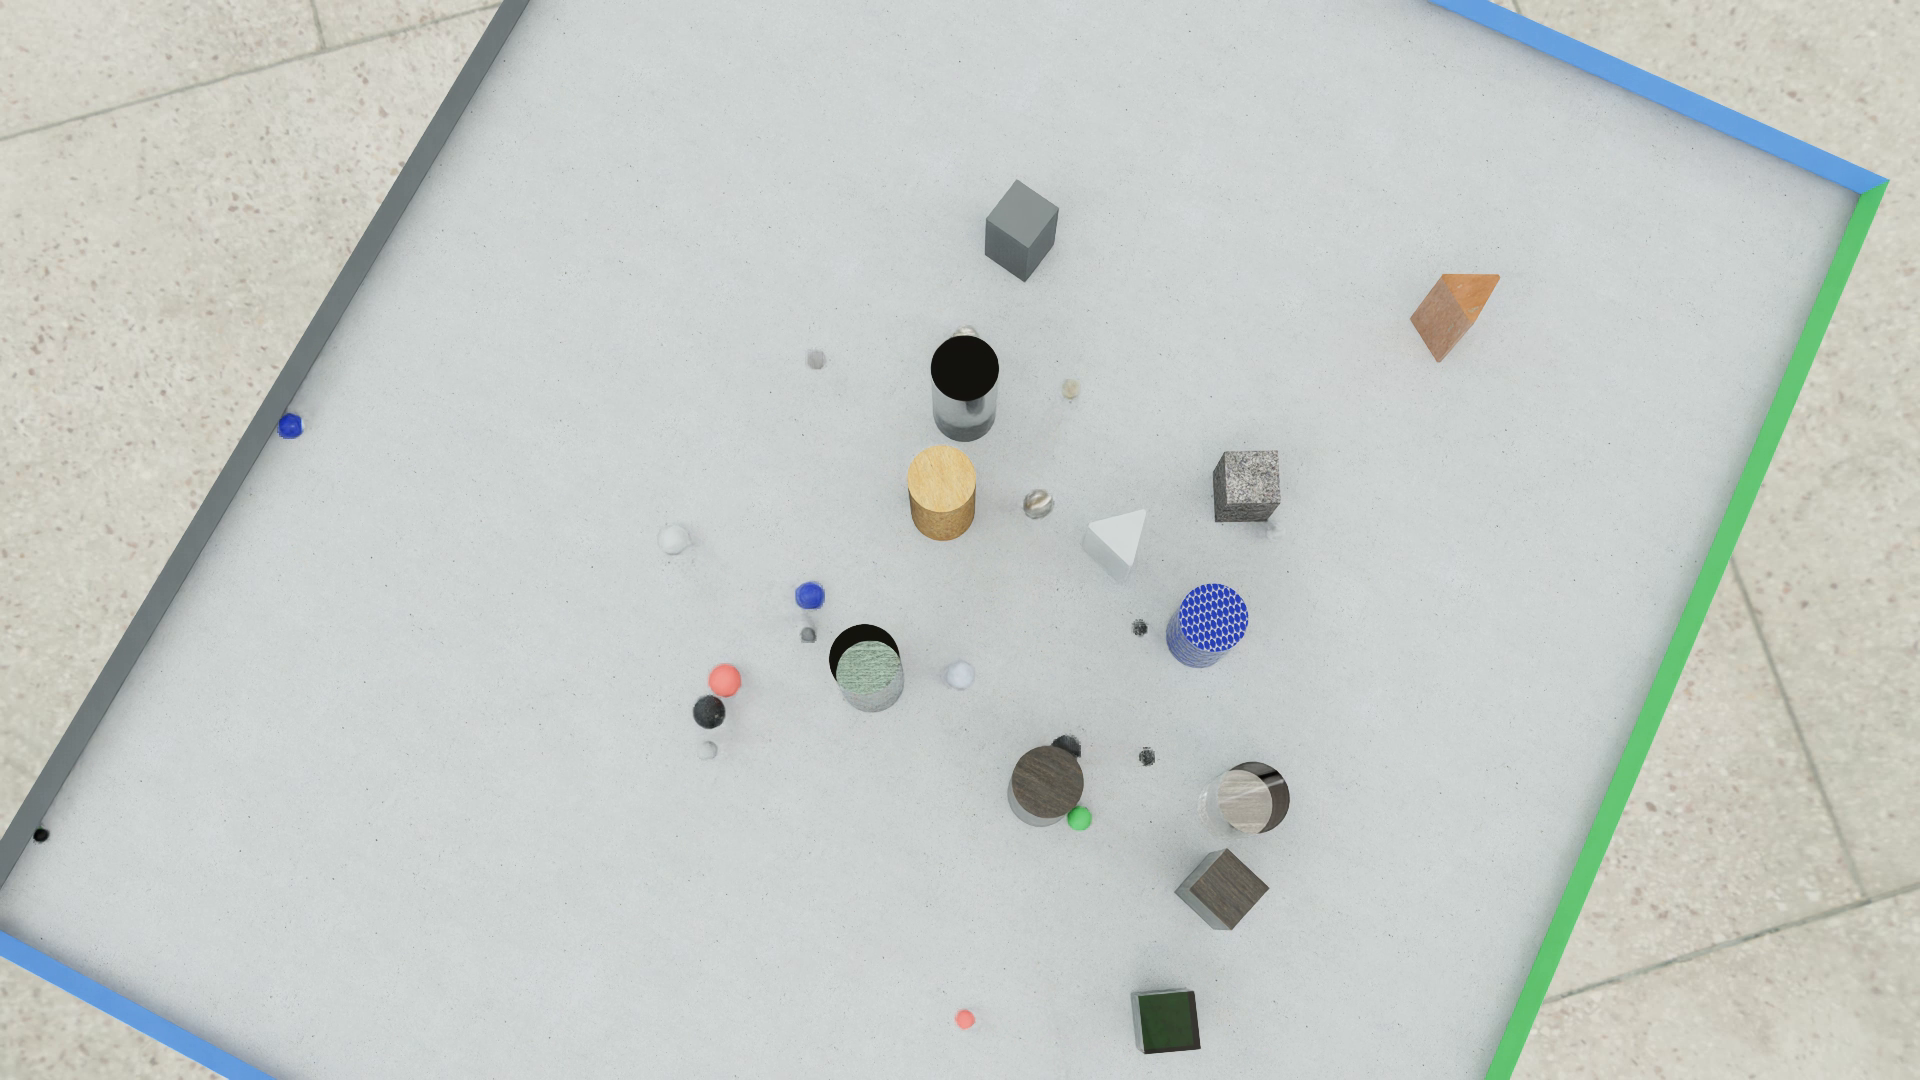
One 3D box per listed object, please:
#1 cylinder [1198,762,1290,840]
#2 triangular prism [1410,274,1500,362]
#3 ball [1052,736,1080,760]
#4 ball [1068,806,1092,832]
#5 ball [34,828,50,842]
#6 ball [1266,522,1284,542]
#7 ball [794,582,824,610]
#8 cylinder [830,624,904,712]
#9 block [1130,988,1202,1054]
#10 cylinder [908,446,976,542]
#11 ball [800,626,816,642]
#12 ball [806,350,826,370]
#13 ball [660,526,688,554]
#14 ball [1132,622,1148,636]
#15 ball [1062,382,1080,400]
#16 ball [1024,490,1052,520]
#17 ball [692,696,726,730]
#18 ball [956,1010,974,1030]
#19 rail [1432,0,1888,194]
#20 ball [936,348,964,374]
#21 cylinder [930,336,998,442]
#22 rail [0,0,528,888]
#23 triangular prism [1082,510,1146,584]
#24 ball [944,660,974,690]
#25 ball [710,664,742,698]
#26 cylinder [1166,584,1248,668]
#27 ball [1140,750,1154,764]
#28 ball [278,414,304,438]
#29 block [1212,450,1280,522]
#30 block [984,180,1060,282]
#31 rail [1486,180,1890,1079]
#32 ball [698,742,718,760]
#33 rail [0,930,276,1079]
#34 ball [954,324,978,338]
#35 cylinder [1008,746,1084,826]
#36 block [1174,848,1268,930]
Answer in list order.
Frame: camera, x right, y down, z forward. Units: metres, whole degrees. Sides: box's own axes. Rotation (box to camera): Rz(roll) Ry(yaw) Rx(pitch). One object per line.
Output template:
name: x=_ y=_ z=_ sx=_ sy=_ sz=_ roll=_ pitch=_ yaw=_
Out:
cylinder: x=0.806 y=0.750 z=5.238 sx=0.197 sy=0.438 sz=0.197 roll=0 pitch=78 yaw=0
triangular prism: x=1.478 y=-0.702 z=5.564 sx=0.148 sy=0.388 sz=0.171 roll=30 pitch=80 yaw=6
ball: x=0.312 y=0.625 z=5.443 sx=0.088 sy=0.088 sz=0.088 roll=0 pitch=78 yaw=0
ball: x=0.353 y=0.822 z=5.409 sx=0.073 sy=0.073 sz=0.073 roll=0 pitch=78 yaw=0
ball: x=-2.715 y=0.872 z=5.414 sx=0.043 sy=0.043 sz=0.043 roll=0 pitch=78 yaw=0
ball: x=0.961 y=-0.026 z=5.592 sx=0.059 sy=0.059 sz=0.059 roll=0 pitch=78 yaw=0
ball: x=-0.457 y=0.169 z=5.537 sx=0.087 sy=0.087 sz=0.087 roll=0 pitch=78 yaw=0
cylinder: x=-0.265 y=0.376 z=5.304 sx=0.197 sy=0.460 sz=0.197 roll=0 pitch=78 yaw=0
block: x=0.582 y=1.364 z=5.208 sx=0.158 sy=0.248 sz=0.158 roll=-5 pitch=78 yaw=-1
cylinder: x=-0.052 y=-0.134 z=5.436 sx=0.197 sy=0.408 sz=0.197 roll=0 pitch=78 yaw=0
ball: x=-0.459 y=0.286 z=5.534 sx=0.047 sy=0.047 sz=0.047 roll=0 pitch=78 yaw=0
ball: x=-0.447 y=-0.560 z=5.701 sx=0.061 sy=0.061 sz=0.061 roll=0 pitch=78 yaw=0
ball: x=-0.868 y=0.000 z=5.572 sx=0.088 sy=0.088 sz=0.088 roll=0 pitch=78 yaw=0
ball: x=0.544 y=0.270 z=5.537 sx=0.046 sy=0.046 sz=0.046 roll=0 pitch=78 yaw=0
ball: x=0.343 y=-0.465 z=5.684 sx=0.056 sy=0.056 sz=0.056 roll=0 pitch=78 yaw=0
ball: x=0.238 y=-0.107 z=5.593 sx=0.090 sy=0.090 sz=0.090 roll=0 pitch=78 yaw=0
ball: x=-0.747 y=0.514 z=5.460 sx=0.099 sy=0.099 sz=0.099 roll=0 pitch=78 yaw=0
ball: x=0.016 y=1.388 z=5.302 sx=0.054 sy=0.054 sz=0.054 roll=0 pitch=78 yaw=0
rail: x=1.027 y=-2.004 z=5.965 sx=4.173 sy=0.128 sz=0.045 roll=26 pitch=80 yaw=5
ball: x=-0.032 y=-0.554 z=5.689 sx=0.083 sy=0.083 sz=0.083 roll=0 pitch=78 yaw=0
cylinder: x=0.014 y=-0.446 z=5.475 sx=0.197 sy=0.459 sz=0.197 roll=0 pitch=78 yaw=0
rail: x=-1.845 y=-0.897 z=5.736 sx=0.045 sy=0.128 sz=4.639 roll=26 pitch=80 yaw=5
triangular prism: x=0.485 y=-0.004 z=5.458 sx=0.148 sy=0.312 sz=0.171 roll=-44 pitch=82 yaw=-8
ball: x=-0.003 y=0.403 z=5.489 sx=0.087 sy=0.087 sz=0.087 roll=0 pitch=78 yaw=0
ball: x=-0.701 y=0.422 z=5.479 sx=0.097 sy=0.097 sz=0.097 roll=0 pitch=78 yaw=0
cylinder: x=0.722 y=0.256 z=5.383 sx=0.197 sy=0.353 sz=0.197 roll=0 pitch=78 yaw=0
ball: x=0.556 y=0.647 z=5.460 sx=0.044 sy=0.044 sz=0.044 roll=0 pitch=78 yaw=0
ball: x=-2.061 y=-0.352 z=5.651 sx=0.076 sy=0.076 sz=0.076 roll=0 pitch=78 yaw=0
block: x=0.860 y=-0.159 z=5.516 sx=0.158 sy=0.262 sz=0.158 roll=-1 pitch=78 yaw=0
block: x=0.188 y=-0.951 z=5.658 sx=0.158 sy=0.305 sz=0.158 roll=36 pitch=81 yaw=7
rail: x=1.845 y=0.910 z=5.362 sx=0.045 sy=0.128 sz=4.639 roll=26 pitch=80 yaw=5
ball: x=-0.751 y=0.627 z=5.459 sx=0.055 sy=0.055 sz=0.055 roll=0 pitch=78 yaw=0
rail: x=-1.027 y=2.018 z=5.132 sx=4.173 sy=0.128 sz=0.045 roll=26 pitch=80 yaw=5
ball: x=0.019 y=-0.632 z=5.707 sx=0.079 sy=0.079 sz=0.079 roll=0 pitch=78 yaw=0
cylinder: x=0.239 y=0.707 z=5.228 sx=0.197 sy=0.475 sz=0.197 roll=0 pitch=78 yaw=0
block: x=0.741 y=0.998 z=5.223 sx=0.158 sy=0.366 sz=0.158 roll=43 pitch=81 yaw=8
